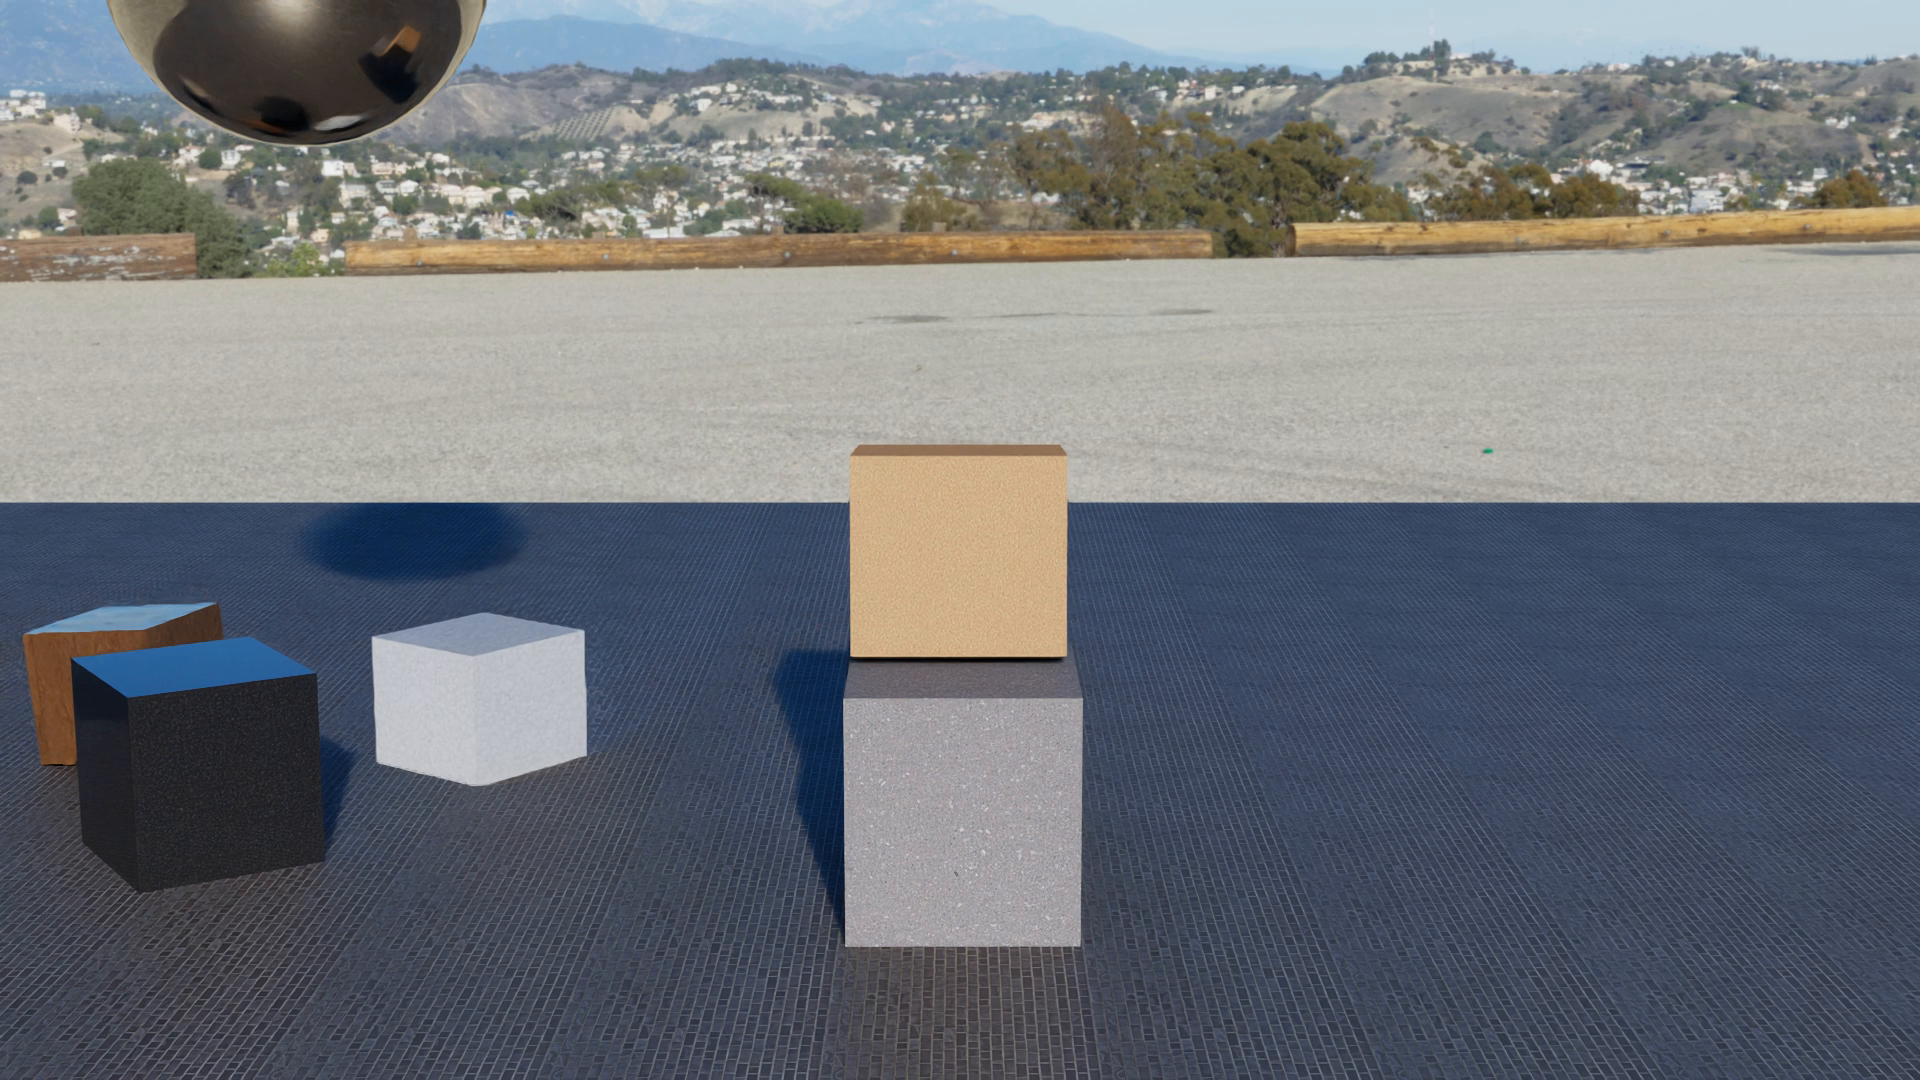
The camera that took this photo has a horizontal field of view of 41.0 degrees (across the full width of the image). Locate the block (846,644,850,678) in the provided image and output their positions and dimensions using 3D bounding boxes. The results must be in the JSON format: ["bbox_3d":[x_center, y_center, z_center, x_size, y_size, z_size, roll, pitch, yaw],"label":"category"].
[{"bbox_3d":[-0.015,0.912,11.847,0.970,0.967,1.033,0,10,0],"label":"block"}]

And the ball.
[{"bbox_3d":[-2.774,-2.450,10.735,1.600,1.600,1.600,0,10,0],"label":"ball"}]

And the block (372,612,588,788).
[{"bbox_3d":[-2.476,0.809,13.252,0.751,0.667,0.769,8,13,36],"label":"block"}]

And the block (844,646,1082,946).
[{"bbox_3d":[0.011,1.059,10.838,0.959,1.039,0.971,0,10,0],"label":"block"}]

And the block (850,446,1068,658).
[{"bbox_3d":[-0.004,0.032,11.251,0.913,0.850,0.913,0,5,0],"label":"block"}]

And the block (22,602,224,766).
[{"bbox_3d":[-4.319,0.744,13.370,0.717,0.690,0.692,-2,9,16],"label":"block"}]

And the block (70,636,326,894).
[{"bbox_3d":[-3.464,0.996,11.650,0.835,0.873,0.906,-7,12,-33],"label":"block"}]
